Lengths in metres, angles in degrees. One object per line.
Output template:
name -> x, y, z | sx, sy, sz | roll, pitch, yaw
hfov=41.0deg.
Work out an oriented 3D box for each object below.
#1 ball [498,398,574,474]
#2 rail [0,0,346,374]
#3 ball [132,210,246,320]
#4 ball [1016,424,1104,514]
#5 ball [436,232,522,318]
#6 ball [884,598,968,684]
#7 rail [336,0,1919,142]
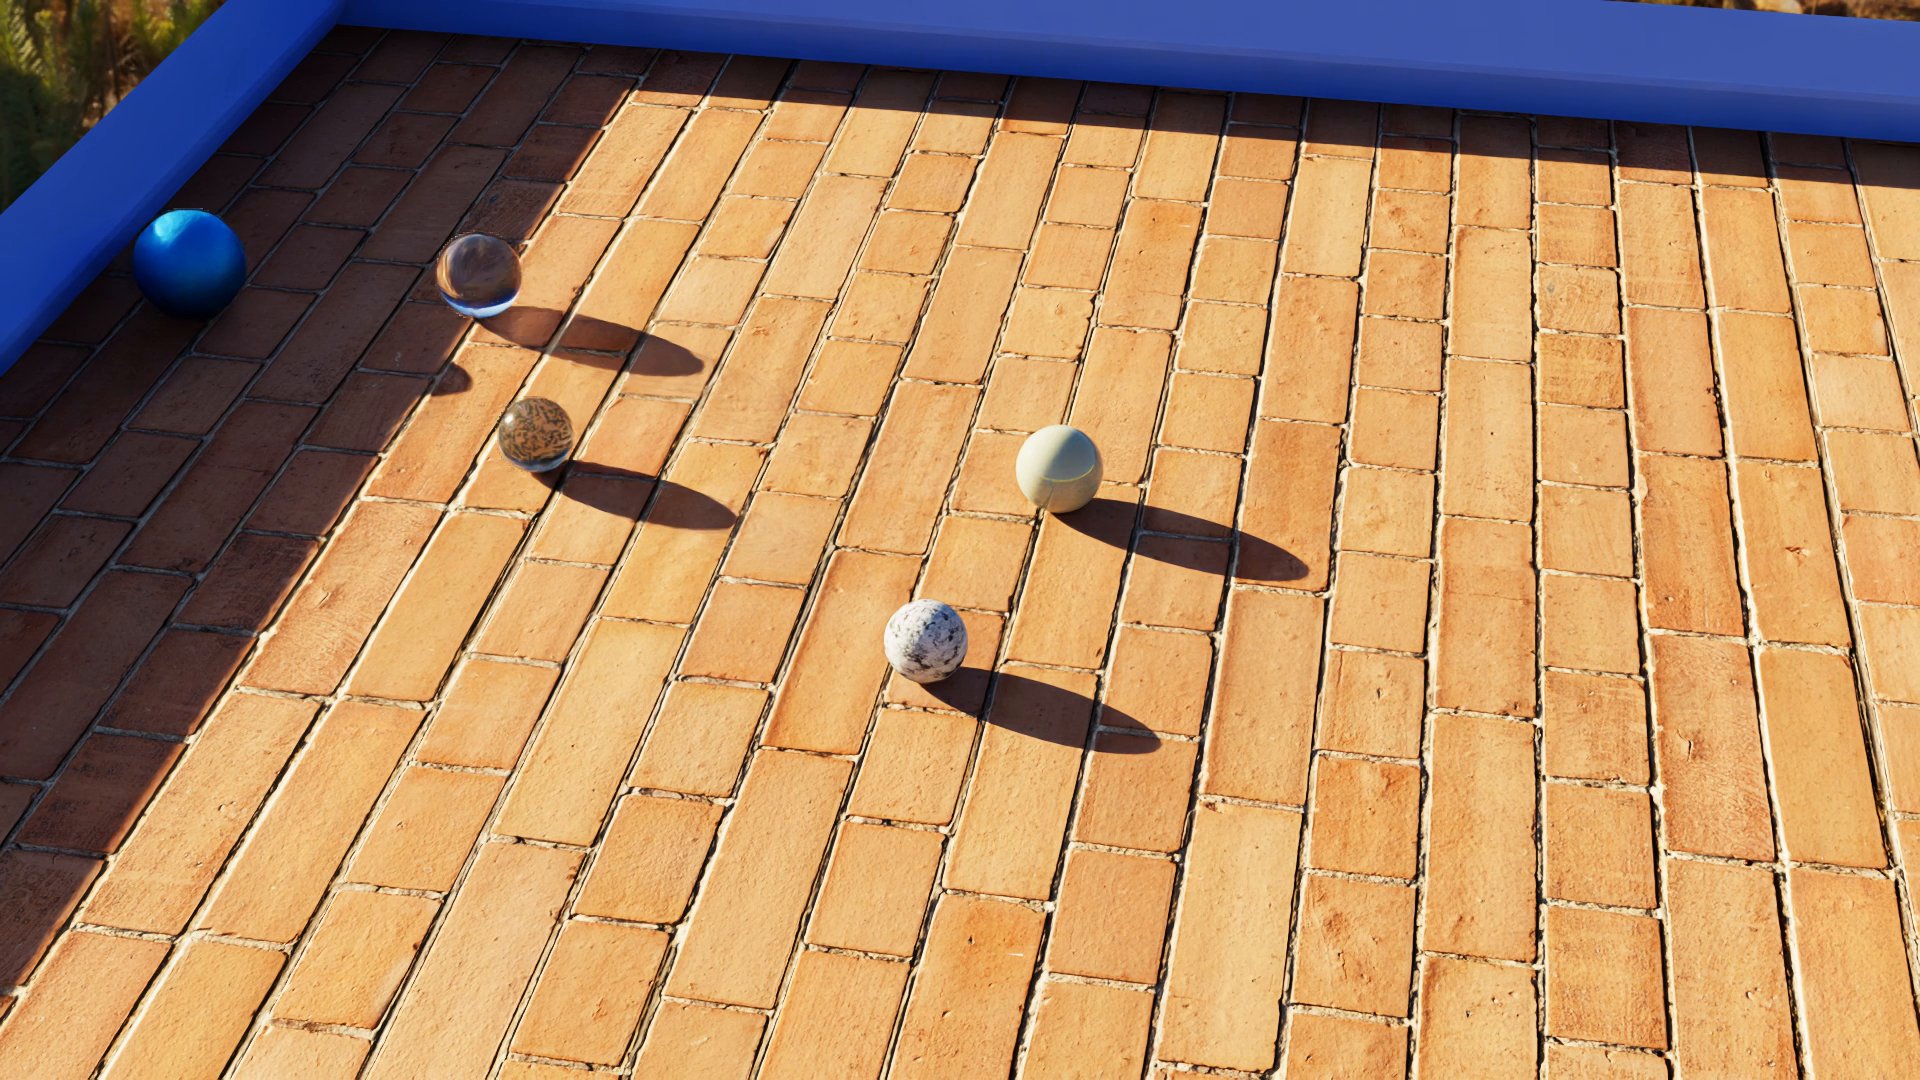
ball -> -0.340, -0.084, 2.060 | 0.061, 0.061, 0.061 | 0, 34, 0
rail -> -0.825, -0.109, 2.038 | 0.045, 0.125, 1.828 | 6, 35, 8
ball -> -0.679, -0.243, 2.260 | 0.096, 0.096, 0.096 | 0, 34, 0
ball -> 0.078, -0.056, 2.011 | 0.069, 0.069, 0.069 | 0, 34, 0
ball -> -0.424, -0.234, 2.266 | 0.075, 0.075, 0.075 | 0, 34, 0
ball -> -0.024, 0.072, 1.833 | 0.060, 0.060, 0.060 | 0, 34, 0
rail -> 1.006, -0.434, 2.511 | 3.449, 0.125, 0.045 | 6, 35, 8
